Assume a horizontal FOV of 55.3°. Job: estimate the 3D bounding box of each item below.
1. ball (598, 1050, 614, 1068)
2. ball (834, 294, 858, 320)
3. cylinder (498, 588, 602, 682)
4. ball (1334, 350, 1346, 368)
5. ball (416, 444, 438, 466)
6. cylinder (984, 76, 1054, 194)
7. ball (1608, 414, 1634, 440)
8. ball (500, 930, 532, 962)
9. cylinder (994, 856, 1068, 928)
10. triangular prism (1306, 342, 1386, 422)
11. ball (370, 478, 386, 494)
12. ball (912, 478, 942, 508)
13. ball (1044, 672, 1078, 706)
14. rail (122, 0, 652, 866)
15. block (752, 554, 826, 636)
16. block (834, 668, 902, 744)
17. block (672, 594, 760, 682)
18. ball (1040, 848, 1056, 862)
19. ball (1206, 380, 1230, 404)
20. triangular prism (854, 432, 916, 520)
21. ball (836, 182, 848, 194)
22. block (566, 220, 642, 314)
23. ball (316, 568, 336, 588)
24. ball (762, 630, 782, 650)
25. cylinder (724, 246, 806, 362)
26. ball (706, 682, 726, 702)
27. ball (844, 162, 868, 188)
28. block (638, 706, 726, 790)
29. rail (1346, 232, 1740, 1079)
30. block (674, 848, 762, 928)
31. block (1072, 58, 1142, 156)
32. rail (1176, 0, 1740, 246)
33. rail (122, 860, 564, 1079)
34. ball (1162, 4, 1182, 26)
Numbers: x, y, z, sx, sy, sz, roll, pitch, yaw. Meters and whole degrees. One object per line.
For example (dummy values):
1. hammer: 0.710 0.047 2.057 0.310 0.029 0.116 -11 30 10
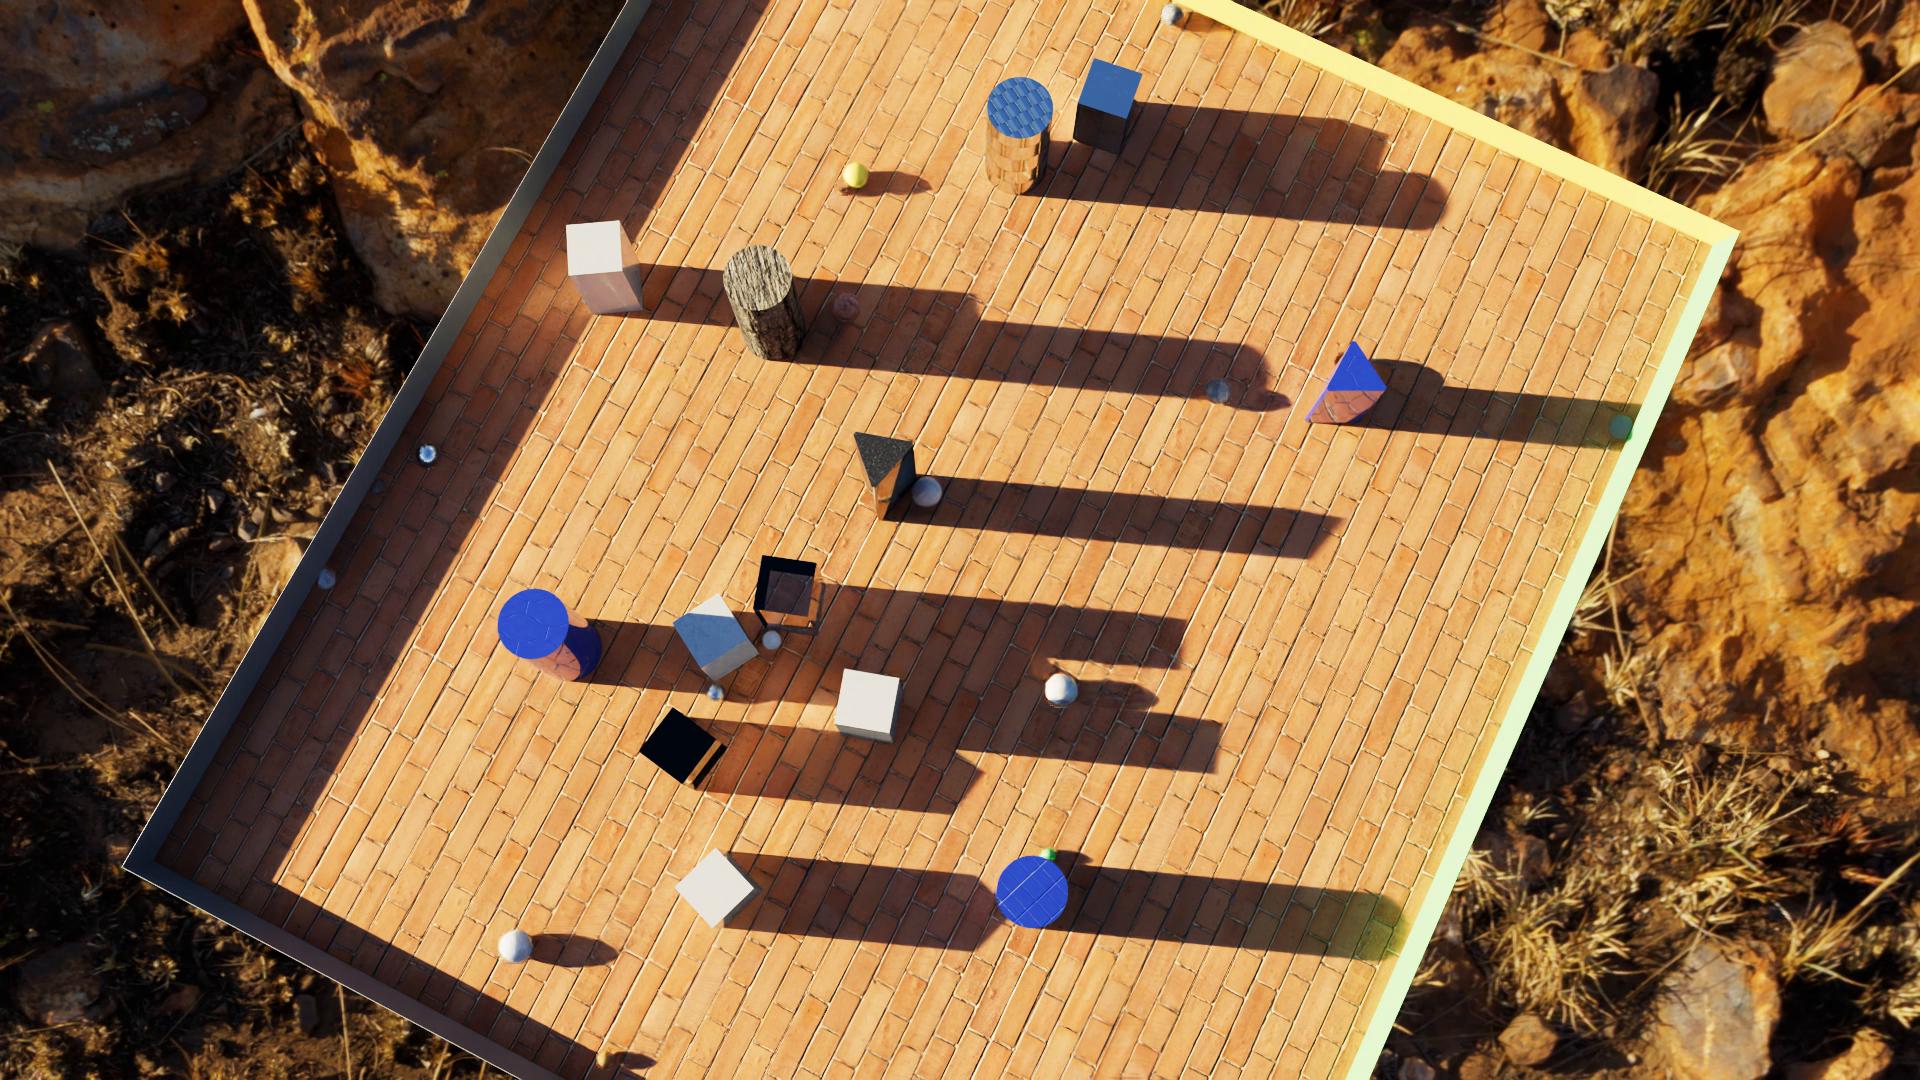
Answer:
1. ball: -1.020 1.496 5.283 0.047 0.047 0.047 0 78 0
2. ball: -0.356 -0.729 5.728 0.077 0.077 0.077 0 78 0
3. cylinder: -1.183 0.281 5.312 0.198 0.482 0.198 0 78 0
4. ball: 1.208 -0.541 5.678 0.099 0.099 0.099 0 78 0
5. ball: -1.639 -0.264 5.637 0.068 0.068 0.068 0 78 0
6. cylinder: 0.179 -1.241 5.654 0.198 0.429 0.198 0 78 0
7. ball: 2.036 -0.349 5.651 0.075 0.075 0.075 0 78 0
8. ball: -1.290 1.180 5.324 0.095 0.095 0.095 0 78 0
9. cylinder: 0.200 1.007 5.234 0.198 0.341 0.198 0 78 0
10. triangular prism: 1.157 -0.477 5.537 0.172 0.350 0.149 0 78 0
11. ball: -1.787 -0.165 5.626 0.048 0.048 0.048 0 78 0
12. ball: -0.102 -0.146 5.600 0.092 0.092 0.092 0 78 0
13. ball: 0.302 0.446 5.474 0.099 0.099 0.099 0 78 0
14. rail: -1.527 -0.741 5.703 0.045 0.129 3.903 26 80 5
15. block: -0.498 0.168 5.394 0.158 0.368 0.158 8 78 2
16. block: -0.264 0.489 5.350 0.158 0.323 0.158 10 78 2
17. block: -0.717 0.291 5.401 0.158 0.305 0.158 -33 80 -6
18. ball: 0.259 0.931 5.401 0.044 0.044 0.044 0 78 0
19. ball: 0.798 -0.457 5.672 0.078 0.078 0.078 0 78 0
20. triangular prism: -0.246 -0.215 5.436 0.149 0.440 0.172 40 81 8
21. ball: -0.375 -1.121 5.828 0.041 0.041 0.041 0 78 0
22. block: -1.084 -0.829 5.606 0.158 0.357 0.158 -5 78 -1
23. ball: -1.923 0.116 5.563 0.057 0.057 0.057 0 78 0
24. ball: -0.568 0.302 5.525 0.058 0.058 0.058 0 78 0
25. cylinder: -0.583 -0.706 5.514 0.198 0.488 0.198 0 78 0
26. ball: -0.731 0.456 5.494 0.056 0.056 0.056 0 78 0
27. ball: -0.329 -1.159 5.817 0.078 0.078 0.078 0 78 0
28. block: -0.806 0.613 5.358 0.158 0.258 0.158 36 81 7
29. rail: 1.527 0.755 5.394 0.045 0.129 3.903 26 80 5
30. block: -0.693 1.004 5.282 0.158 0.248 0.158 -44 82 -8
31. block: 0.461 -1.359 5.758 0.158 0.274 0.158 19 79 4
32. rail: 0.862 -1.681 5.898 3.463 0.129 0.045 26 80 5
33. rail: -0.862 1.695 5.199 3.463 0.129 0.045 26 80 5
34. ball: 0.687 -1.700 5.934 0.069 0.069 0.069 0 78 0
